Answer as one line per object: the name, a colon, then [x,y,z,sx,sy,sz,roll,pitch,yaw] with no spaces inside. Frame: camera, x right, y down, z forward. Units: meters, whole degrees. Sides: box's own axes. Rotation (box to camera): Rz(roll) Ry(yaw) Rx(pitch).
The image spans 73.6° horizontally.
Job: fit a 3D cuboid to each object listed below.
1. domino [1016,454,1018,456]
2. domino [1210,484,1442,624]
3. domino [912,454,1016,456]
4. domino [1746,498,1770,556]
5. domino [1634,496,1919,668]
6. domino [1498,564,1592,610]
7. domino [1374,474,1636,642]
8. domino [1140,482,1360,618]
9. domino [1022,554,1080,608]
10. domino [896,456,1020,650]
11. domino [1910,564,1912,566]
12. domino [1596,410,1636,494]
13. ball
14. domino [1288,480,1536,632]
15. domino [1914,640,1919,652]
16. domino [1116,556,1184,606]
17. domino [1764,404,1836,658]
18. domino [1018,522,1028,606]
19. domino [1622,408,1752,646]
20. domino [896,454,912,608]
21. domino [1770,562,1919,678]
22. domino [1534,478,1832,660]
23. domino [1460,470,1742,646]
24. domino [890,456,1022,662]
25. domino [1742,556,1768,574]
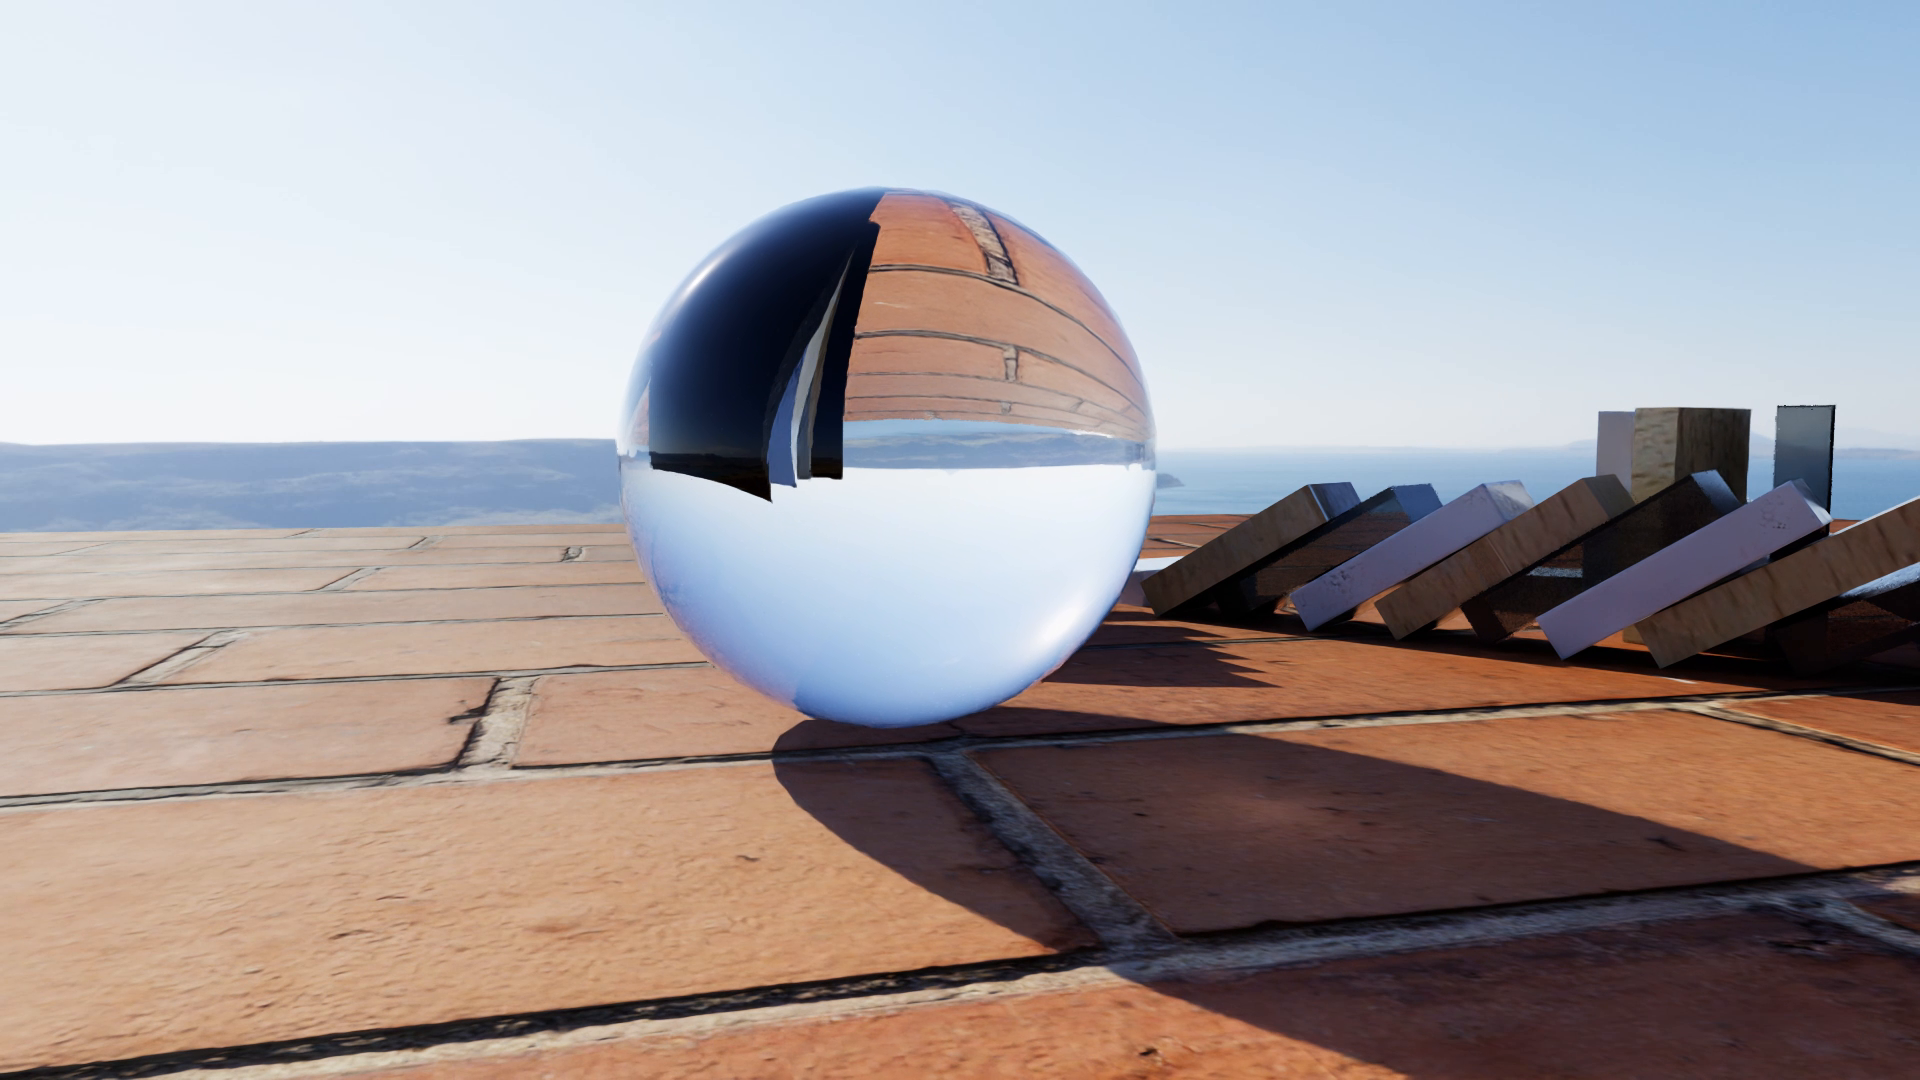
domino: [0.001,-0.002,0.323,0.025,0.010,0.050,1,45,6]
domino: [0.086,0.003,0.300,0.050,0.009,0.025,-34,-18,35]
domino: [0.001,0.001,0.294,0.025,0.010,0.050,0,45,1]
domino: [0.212,0.003,0.316,0.025,0.009,0.050,8,22,-39]
domino: [0.155,0.008,0.240,0.050,0.009,0.025,-35,-18,35]
domino: [0.169,0.013,0.335,0.050,0.009,0.025,3,5,32]
domino: [0.116,0.004,0.273,0.025,0.009,0.050,-6,-26,-49]
domino: [0.071,0.002,0.312,0.050,0.009,0.025,-34,-18,35]
domino: [0.018,0.011,0.361,0.025,0.010,0.050,1,4,12]
domino: [0.000,0.002,0.279,0.025,0.010,0.050,0,45,1]
domino: [0.240,0.009,0.300,0.025,0.009,0.050,36,12,9]
domino: [0.160,-0.005,0.295,0.025,0.050,0.009,2,5,29]
ball: [-0.011,-0.012,0.193,0.080,0.080,0.080,0,4,0]
domino: [0.101,0.004,0.287,0.050,0.009,0.025,-37,-19,36]
domino: [0.198,0.010,0.224,0.050,0.009,0.025,-27,-7,25]
domino: [0.061,0.011,0.359,0.050,0.010,0.025,-3,5,-35]
domino: [0.172,-0.002,0.262,0.010,0.050,0.025,3,5,32]
domino: [0.003,-0.001,0.341,0.025,0.009,0.050,-5,36,1]
domino: [0.156,-0.003,0.275,0.025,0.050,0.009,-2,6,-28]
domino: [-0.001,0.000,0.308,0.025,0.010,0.050,0,45,1]
domino: [0.175,0.010,0.232,0.050,0.009,0.025,-28,-10,29]
domino: [0.140,0.006,0.249,0.050,0.010,0.025,-38,-20,33]
domino: [0.129,0.004,0.260,0.025,0.010,0.050,-7,-26,-50]
domino: [0.000,0.003,0.265,0.025,0.009,0.050,0,45,1]
domino: [0.186,0.002,0.322,0.050,0.009,0.025,30,19,26]
